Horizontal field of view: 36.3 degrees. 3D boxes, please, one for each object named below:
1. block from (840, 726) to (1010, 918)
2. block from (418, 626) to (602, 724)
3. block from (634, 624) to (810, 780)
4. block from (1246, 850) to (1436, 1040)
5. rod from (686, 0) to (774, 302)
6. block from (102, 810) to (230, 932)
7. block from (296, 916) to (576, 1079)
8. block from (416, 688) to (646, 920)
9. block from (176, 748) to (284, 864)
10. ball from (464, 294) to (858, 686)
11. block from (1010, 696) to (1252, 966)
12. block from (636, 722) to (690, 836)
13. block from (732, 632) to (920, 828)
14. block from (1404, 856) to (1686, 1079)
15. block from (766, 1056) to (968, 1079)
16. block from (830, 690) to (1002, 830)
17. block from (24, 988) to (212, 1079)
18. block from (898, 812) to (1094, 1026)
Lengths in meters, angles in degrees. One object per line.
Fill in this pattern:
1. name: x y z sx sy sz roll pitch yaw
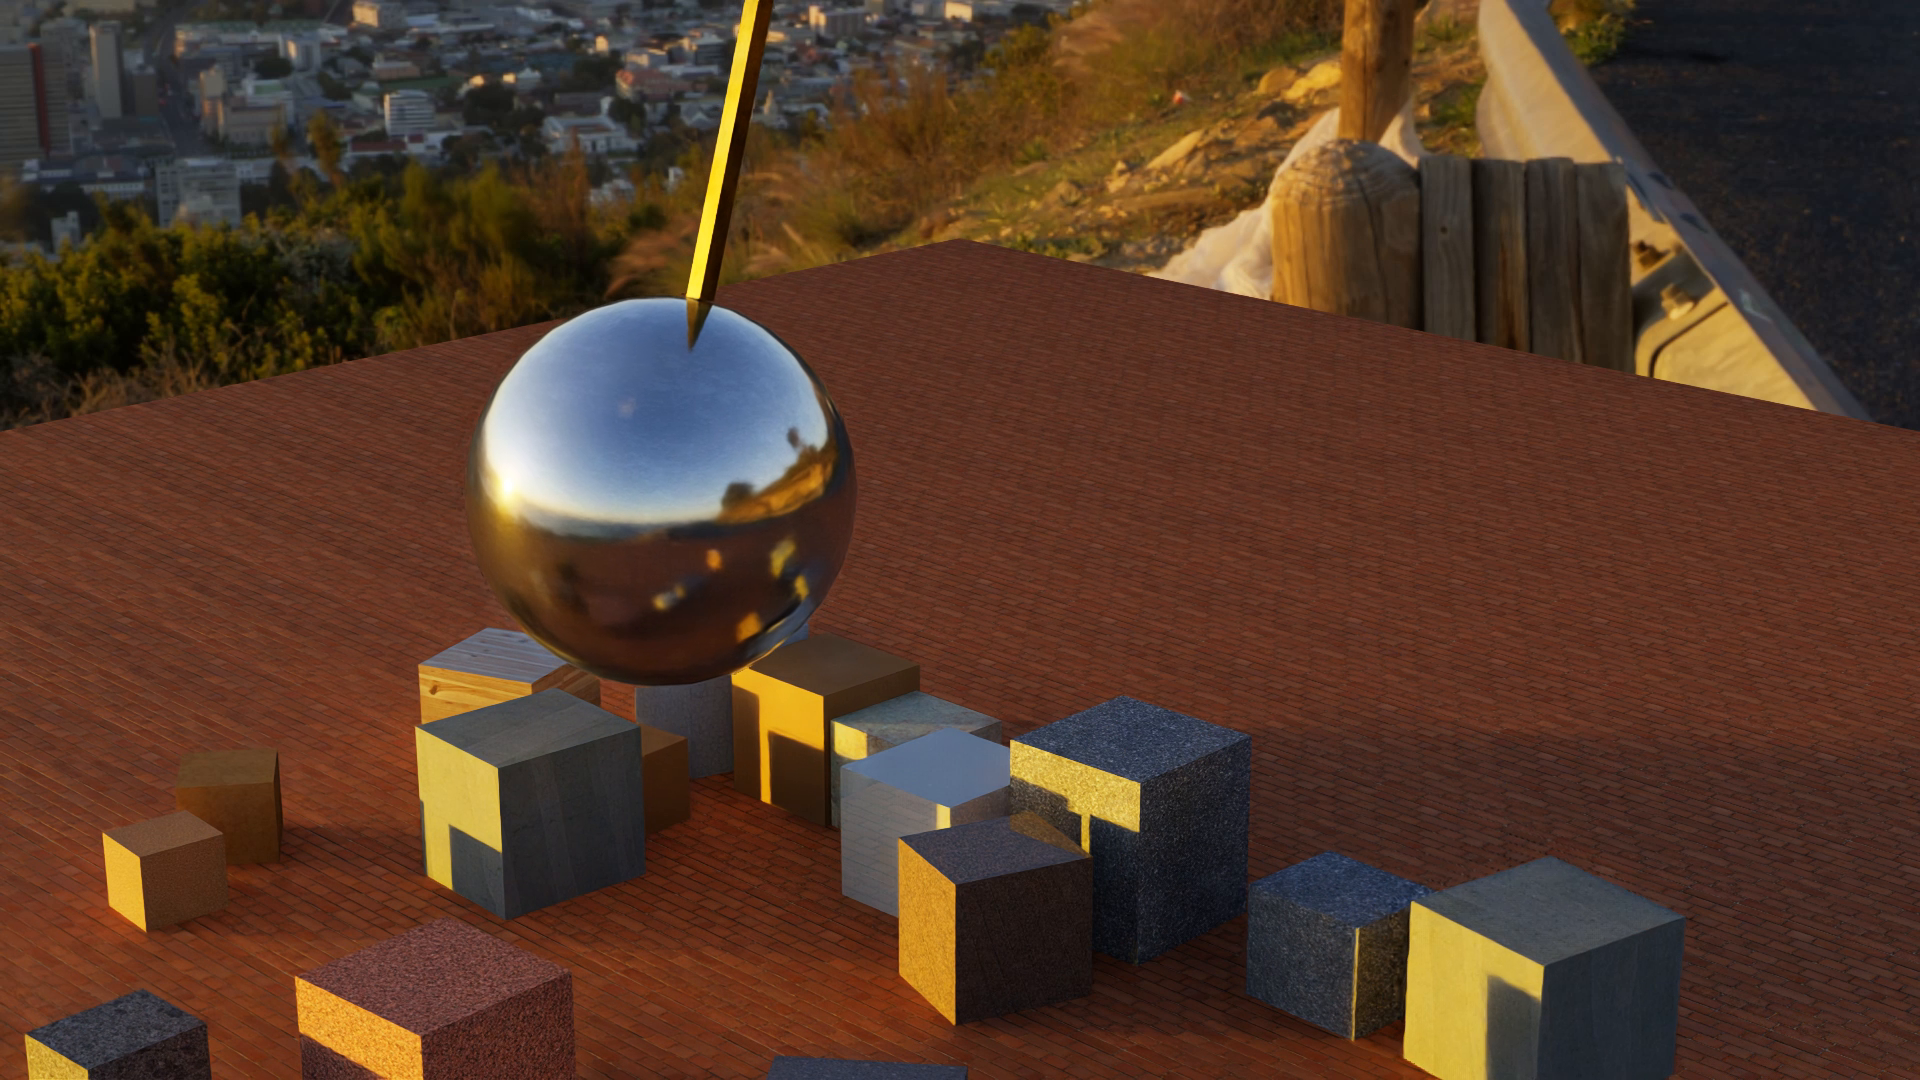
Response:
1. block: -0.046 1.303 13.162 0.687 0.621 0.692 16 24 42
2. block: -2.246 0.845 14.697 0.656 0.575 0.622 8 19 23
3. block: -1.213 0.717 14.900 0.660 0.698 0.689 -10 20 -28
4. block: 1.585 1.675 12.178 0.514 0.501 0.588 -16 23 -40
5. rod: -0.529 -3.514 11.683 0.080 5.200 0.080 17 7 42
6. block: -3.539 1.471 13.073 0.401 0.355 0.365 -15 23 -39
7. block: -1.977 1.935 11.109 0.744 0.646 0.717 15 23 39
8. block: -1.951 1.188 13.356 0.762 0.724 0.678 -15 23 -39
9. block: -3.413 1.249 13.713 0.439 0.395 0.441 -3 18 -10
10. ball: -1.220 -0.200 12.000 1.600 1.600 1.600 0 17 0
11. block: 0.747 1.264 12.916 0.738 0.843 0.756 16 23 41
12. block: -1.554 1.153 13.995 0.342 0.404 0.394 13 22 38
13. block: -0.653 0.915 14.325 0.631 0.664 0.664 -16 24 -42
14. block: 2.297 1.769 11.567 0.772 0.688 0.718 -12 21 -33
15. block: -0.359 2.248 10.187 0.692 0.603 0.714 2 18 7
16. block: -0.208 1.108 13.922 0.568 0.538 0.578 -17 24 -42
17. block: -3.185 2.045 11.130 0.433 0.425 0.511 15 23 40
18. block: 0.146 1.576 12.279 0.635 0.631 0.540 -8 19 -25
